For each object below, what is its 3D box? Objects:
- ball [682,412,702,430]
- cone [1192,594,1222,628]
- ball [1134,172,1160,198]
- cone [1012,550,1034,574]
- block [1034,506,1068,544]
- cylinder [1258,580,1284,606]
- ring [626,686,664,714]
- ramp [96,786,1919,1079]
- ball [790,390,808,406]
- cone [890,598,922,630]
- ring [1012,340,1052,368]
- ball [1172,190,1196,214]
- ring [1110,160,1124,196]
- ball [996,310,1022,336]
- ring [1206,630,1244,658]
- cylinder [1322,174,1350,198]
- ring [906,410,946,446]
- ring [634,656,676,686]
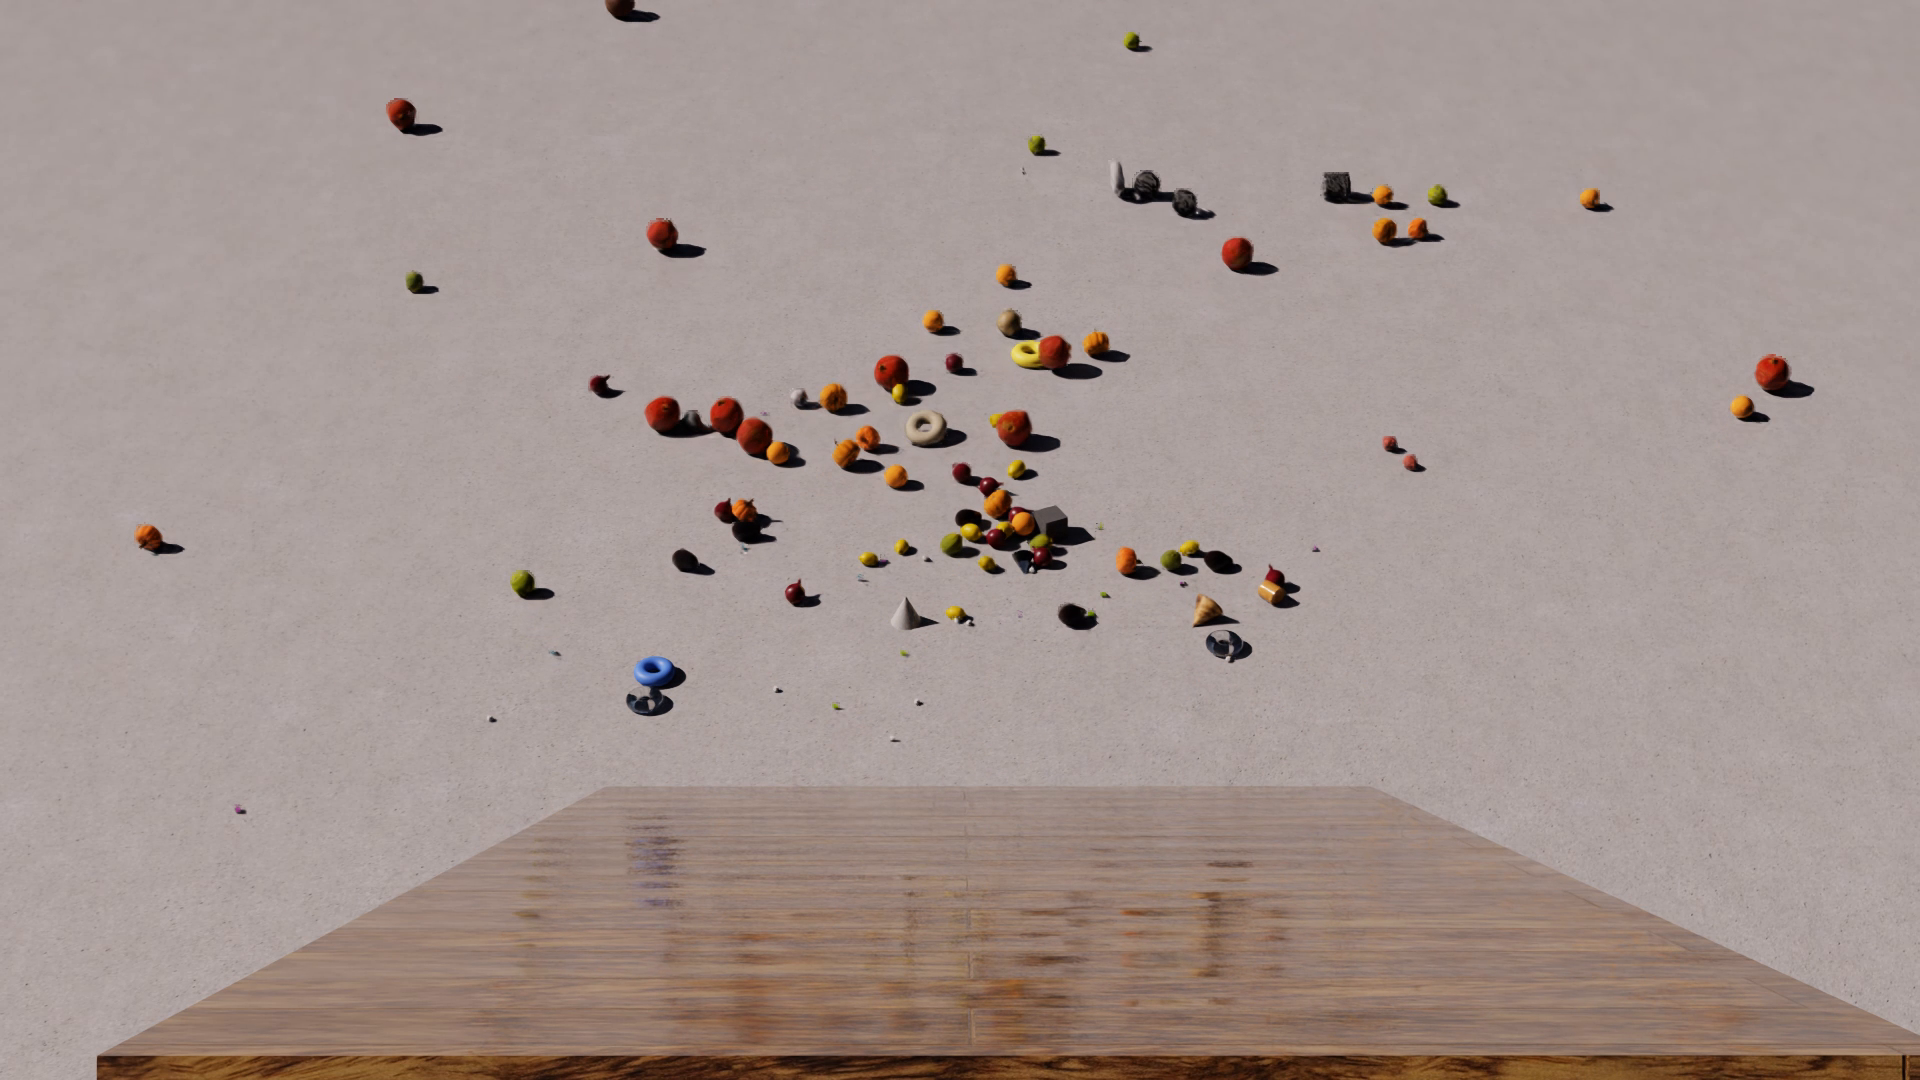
[{"bbox_3d":[-0.869,-0.386,8.421,0.059,0.059,0.059,0,34,0],"label":"ball"},{"bbox_3d":[0.699,0.220,7.526,0.090,0.090,0.090,26,68,33],"label":"cone"},{"bbox_3d":[0.709,-1.347,9.831,0.096,0.096,0.096,0,34,0],"label":"ball"},{"bbox_3d":[0.190,0.075,7.755,0.067,0.067,0.067,-2,60,-3],"label":"cone"},{"bbox_3d":[0.276,-0.047,7.895,0.076,0.076,0.076,-16,37,-22],"label":"block"},{"bbox_3d":[0.913,0.154,7.613,0.055,0.055,0.055,-24,41,-32],"label":"cylinder"},{"bbox_3d":[-0.875,0.443,7.198,0.105,0.035,0.105,0,32,0],"label":"ring"},{"bbox_3d":[0.074,0.648,4.778,2.000,0.100,4.000,0,-1,0],"label":"ramp"},{"bbox_3d":[-0.530,-0.467,8.545,0.057,0.057,0.057,0,34,0],"label":"ball"},{"bbox_3d":[-0.156,0.199,7.515,0.090,0.090,0.090,0,34,0],"label":"cone"},{"bbox_3d":[0.242,-0.630,8.800,0.138,0.046,0.138,0,35,0],"label":"ring"},{"bbox_3d":[0.838,-1.264,9.709,0.093,0.093,0.093,0,34,0],"label":"ball"},{"bbox_3d":[0.594,-1.370,9.827,0.044,0.131,0.131,-8,34,0],"label":"ring"},{"bbox_3d":[0.169,-0.748,8.941,0.084,0.084,0.084,0,34,0],"label":"ball"},{"bbox_3d":[0.755,0.296,7.418,0.108,0.036,0.108,1,34,-1],"label":"ring"},{"bbox_3d":[1.423,-1.339,9.821,0.091,0.091,0.091,0,34,-1],"label":"cylinder"},{"bbox_3d":[-0.110,-0.361,8.371,0.136,0.045,0.136,-5,55,7],"label":"ring"},{"bbox_3d":[-0.860,0.370,7.303,0.116,0.039,0.116,0,35,0],"label":"ring"}]
